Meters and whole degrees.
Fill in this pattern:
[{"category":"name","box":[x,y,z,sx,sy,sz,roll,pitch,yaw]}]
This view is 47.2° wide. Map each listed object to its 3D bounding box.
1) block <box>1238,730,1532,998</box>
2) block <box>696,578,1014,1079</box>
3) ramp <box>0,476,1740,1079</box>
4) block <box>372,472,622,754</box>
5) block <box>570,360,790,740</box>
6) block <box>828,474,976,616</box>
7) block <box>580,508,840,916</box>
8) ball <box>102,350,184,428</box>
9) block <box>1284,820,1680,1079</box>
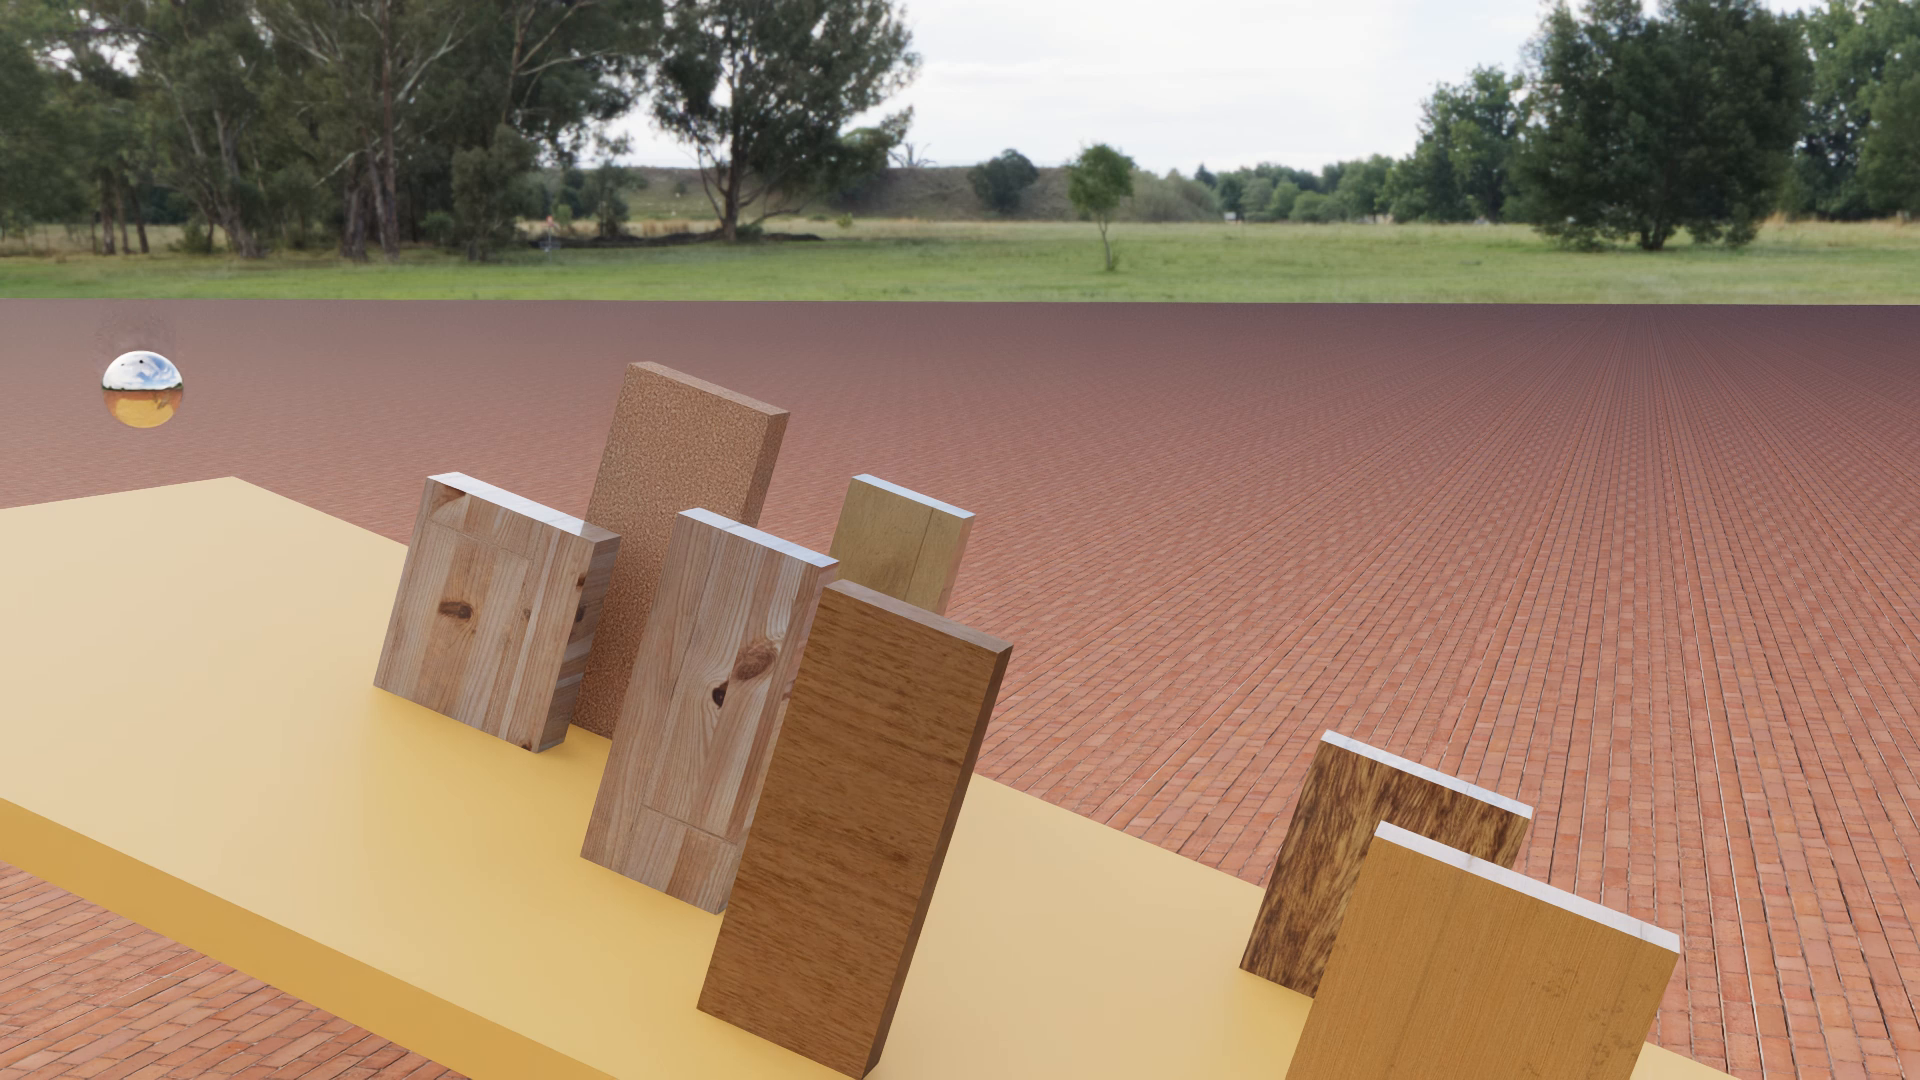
[{"category":"block","box":[0.846,0.695,4.386,0.427,0.504,0.100,20,12,14]},{"category":"block","box":[-0.170,0.456,3.461,0.294,0.729,0.088,20,12,14]},{"category":"ramp","box":[-0.357,0.675,4.226,4.000,0.100,2.000,20,12,14]},{"category":"block","box":[-0.940,0.144,4.459,0.388,0.453,0.119,20,12,14]},{"category":"block","box":[-0.627,0.046,4.590,0.328,0.768,0.109,20,12,14]},{"category":"block","box":[-0.192,0.181,5.008,0.277,0.601,0.093,20,12,14]},{"category":"block","box":[-0.449,0.304,3.915,0.280,0.664,0.091,20,12,14]},{"category":"ball","box":[-1.677,-0.308,4.512,0.159,0.159,0.159,0,7,0]},{"category":"block","box":[0.683,0.809,3.130,0.432,0.706,0.087,20,12,14]}]
